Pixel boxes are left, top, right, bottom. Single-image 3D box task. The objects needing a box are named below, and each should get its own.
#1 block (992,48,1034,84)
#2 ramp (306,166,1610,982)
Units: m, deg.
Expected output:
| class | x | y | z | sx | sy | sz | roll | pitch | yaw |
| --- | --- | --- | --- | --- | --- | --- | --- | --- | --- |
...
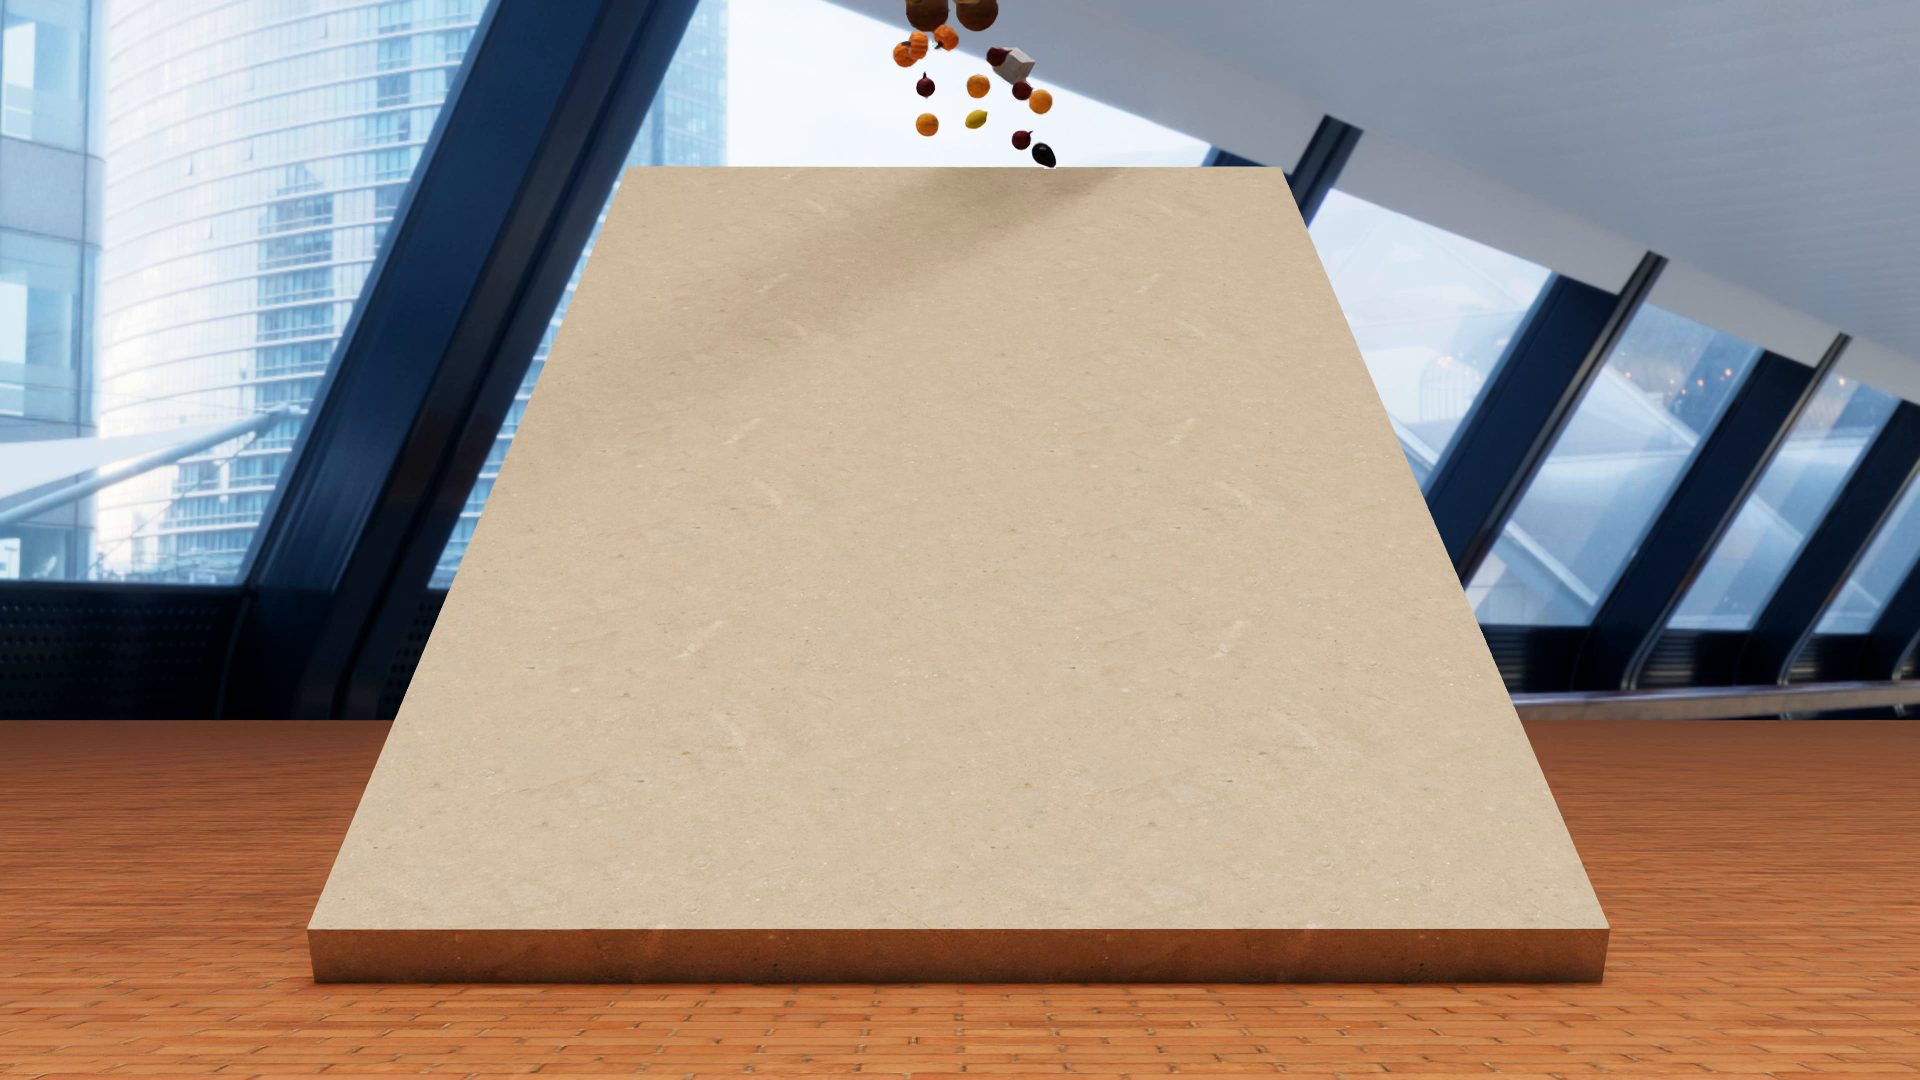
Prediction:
| class | x | y | z | sx | sy | sz | roll | pitch | yaw |
| --- | --- | --- | --- | --- | --- | --- | --- | --- | --- |
| block | 0.161 | -1.418 | 7.040 | 0.077 | 0.077 | 0.077 | 41 | 31 | 19 |
| ramp | -0.010 | -0.229 | 5.433 | 2.000 | 0.100 | 4.000 | 0 | 26 | 0 |
